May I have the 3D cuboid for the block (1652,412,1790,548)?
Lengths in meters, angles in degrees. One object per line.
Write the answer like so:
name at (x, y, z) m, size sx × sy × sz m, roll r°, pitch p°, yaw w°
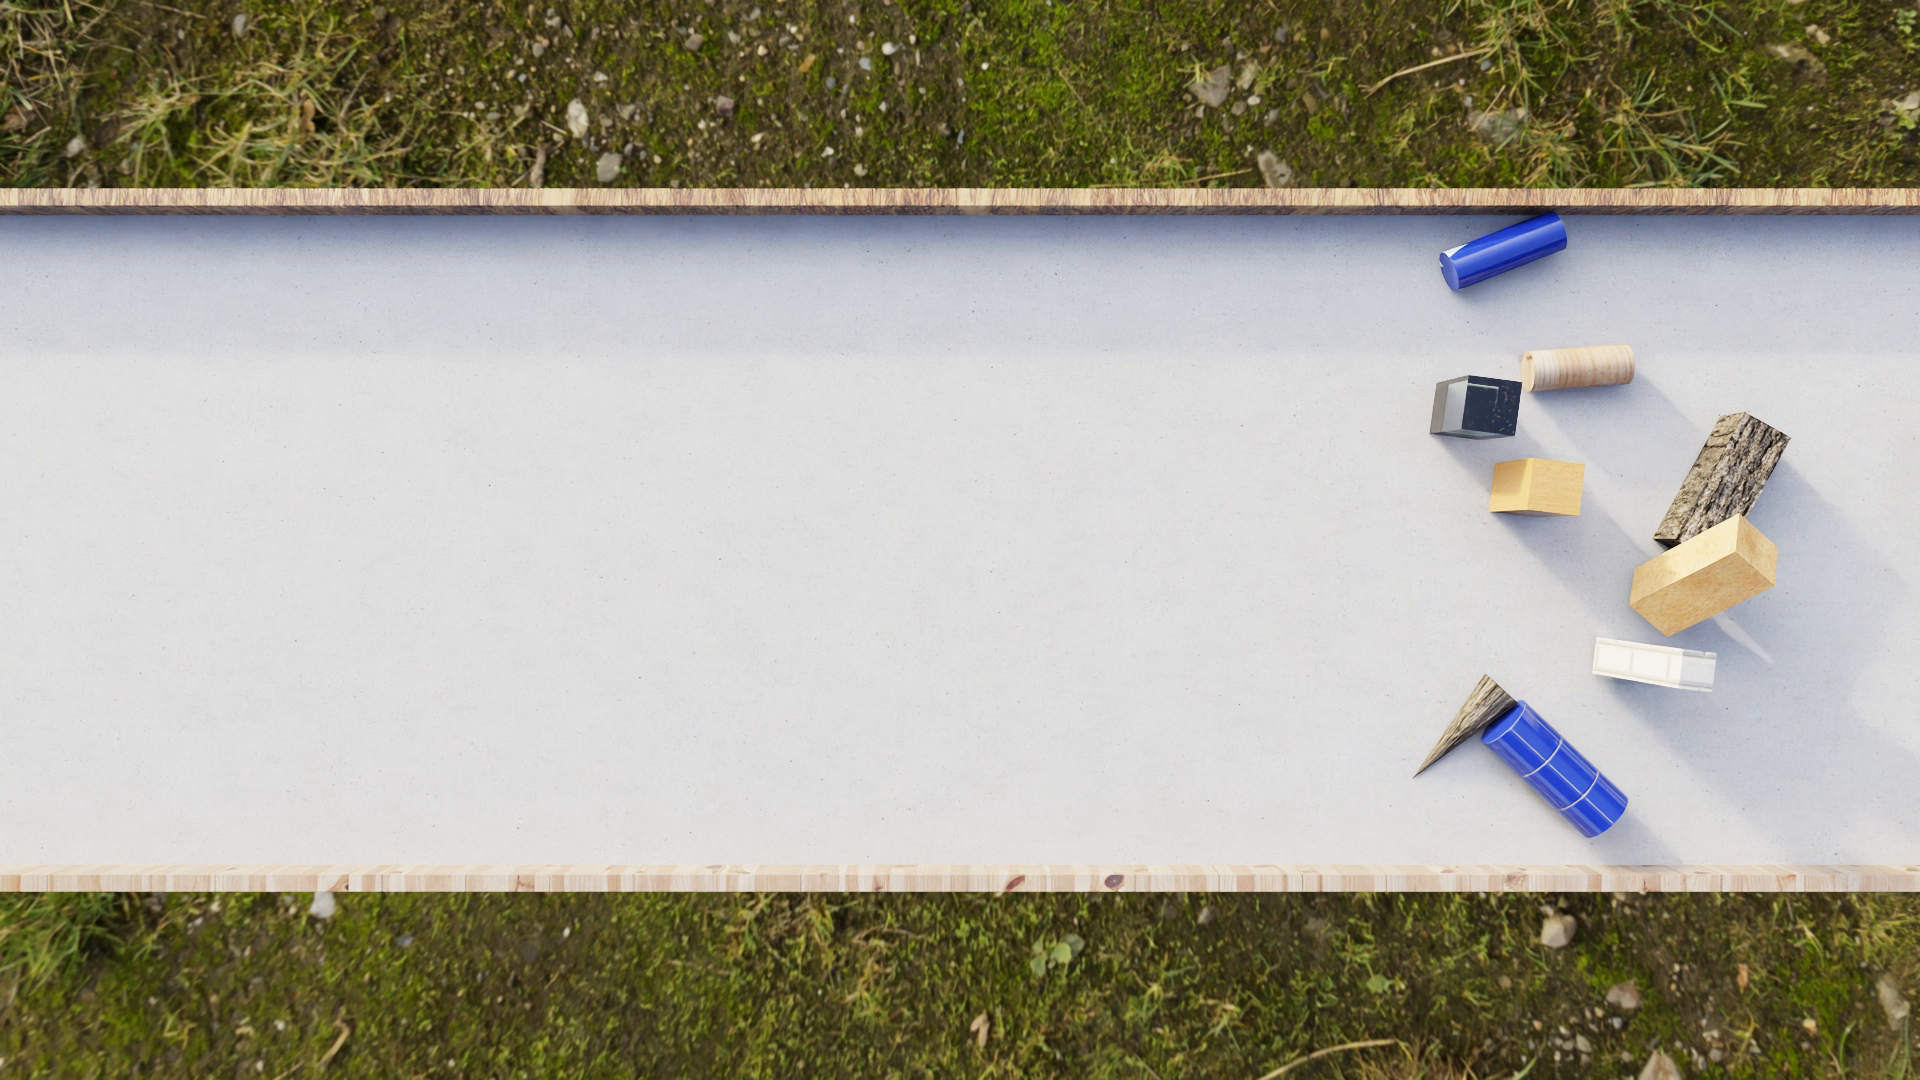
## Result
block at (2.305, -0.155, 4.997) m, size 0.159 × 0.159 × 0.432 m, roll 29°, pitch 90°, yaw 0°

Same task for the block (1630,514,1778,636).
block at (2.193, 0.108, 4.872) m, size 0.163 × 0.371 × 0.163 m, roll 38°, pitch 49°, yaw -10°

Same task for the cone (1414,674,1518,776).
cone at (1.518, 0.593, 5.045) m, size 0.129 × 0.129 × 0.388 m, roll 42°, pitch 99°, yaw 0°

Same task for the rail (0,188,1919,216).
rail at (-2.247, -1.025, 5.002) m, size 12.000 × 0.150 × 0.050 m, roll 0°, pitch 90°, yaw 0°

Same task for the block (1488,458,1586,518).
block at (1.712, -0.153, 4.905) m, size 0.150 × 0.343 × 0.150 m, roll 7°, pitch 90°, yaw 0°

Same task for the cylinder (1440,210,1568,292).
cylinder at (1.650, -0.878, 5.013) m, size 0.350 × 0.126 × 0.126 m, roll -21°, pitch 90°, yaw 0°

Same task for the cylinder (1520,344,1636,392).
cylinder at (1.876, -0.524, 5.015) m, size 0.302 × 0.123 × 0.123 m, roll -4°, pitch 90°, yaw 0°

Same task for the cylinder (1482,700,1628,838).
cylinder at (1.797, 0.692, 4.988) m, size 0.420 × 0.177 × 0.177 m, roll 43°, pitch 90°, yaw 0°

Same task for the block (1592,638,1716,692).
block at (2.043, 0.365, 4.869) m, size 0.111 × 0.400 × 0.111 m, roll 7°, pitch 90°, yaw -14°

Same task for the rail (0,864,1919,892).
rail at (-2.247, 1.025, 5.001) m, size 12.000 × 0.150 × 0.050 m, roll 0°, pitch 90°, yaw 0°

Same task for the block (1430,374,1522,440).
block at (1.532, -0.391, 4.912) m, size 0.157 × 0.325 × 0.157 m, roll 8°, pitch 91°, yaw 0°
